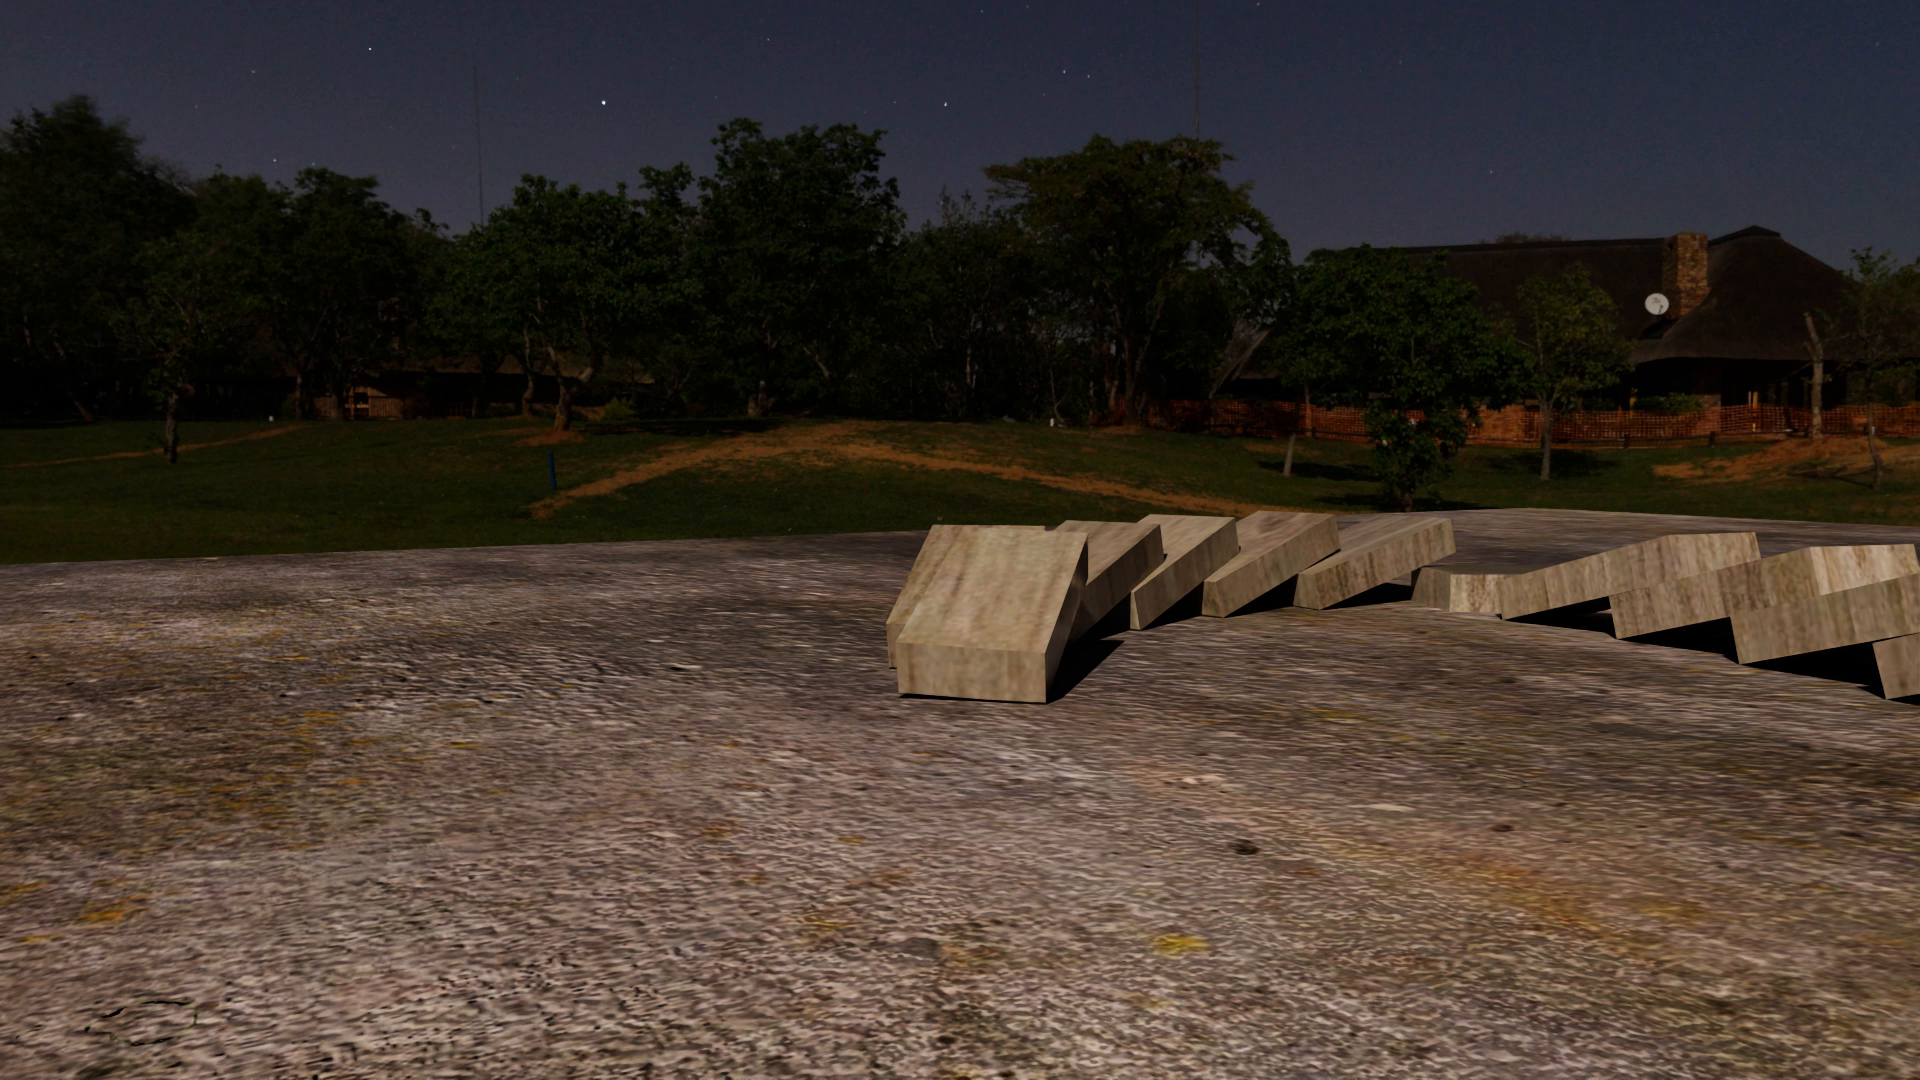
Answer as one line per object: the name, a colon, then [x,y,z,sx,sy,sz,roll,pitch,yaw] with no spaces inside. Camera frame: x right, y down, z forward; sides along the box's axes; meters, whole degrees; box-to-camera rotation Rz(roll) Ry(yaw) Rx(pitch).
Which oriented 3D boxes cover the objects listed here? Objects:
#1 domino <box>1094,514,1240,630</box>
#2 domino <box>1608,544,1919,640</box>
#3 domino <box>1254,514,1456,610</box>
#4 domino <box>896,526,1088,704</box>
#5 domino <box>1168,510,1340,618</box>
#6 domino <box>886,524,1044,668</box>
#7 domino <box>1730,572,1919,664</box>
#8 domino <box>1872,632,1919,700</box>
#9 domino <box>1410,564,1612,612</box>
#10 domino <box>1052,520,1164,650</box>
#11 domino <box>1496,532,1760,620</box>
domino: [0.046,0.007,0.316,0.025,0.010,0.050,3,23,39]
domino: [0.161,0.011,0.260,0.025,0.010,0.050,-1,-13,-16]
domino: [0.107,0.005,0.349,0.050,0.009,0.025,-19,12,-24]
domino: [0.007,0.012,0.233,0.025,0.009,0.050,3,24,13]
domino: [0.074,0.005,0.336,0.050,0.009,0.025,-25,18,-35]
domino: [0.003,0.011,0.262,0.025,0.009,0.050,1,22,9]
domino: [0.167,0.014,0.227,0.025,0.010,0.050,-1,-13,-11]
domino: [0.171,0.015,0.194,0.025,0.009,0.050,-1,-15,-11]
domino: [0.148,0.012,0.338,0.050,0.009,0.025,0,4,-2]
domino: [0.024,0.009,0.290,0.025,0.009,0.050,3,22,34]
domino: [0.151,0.009,0.293,0.025,0.009,0.050,-2,-12,-20]
